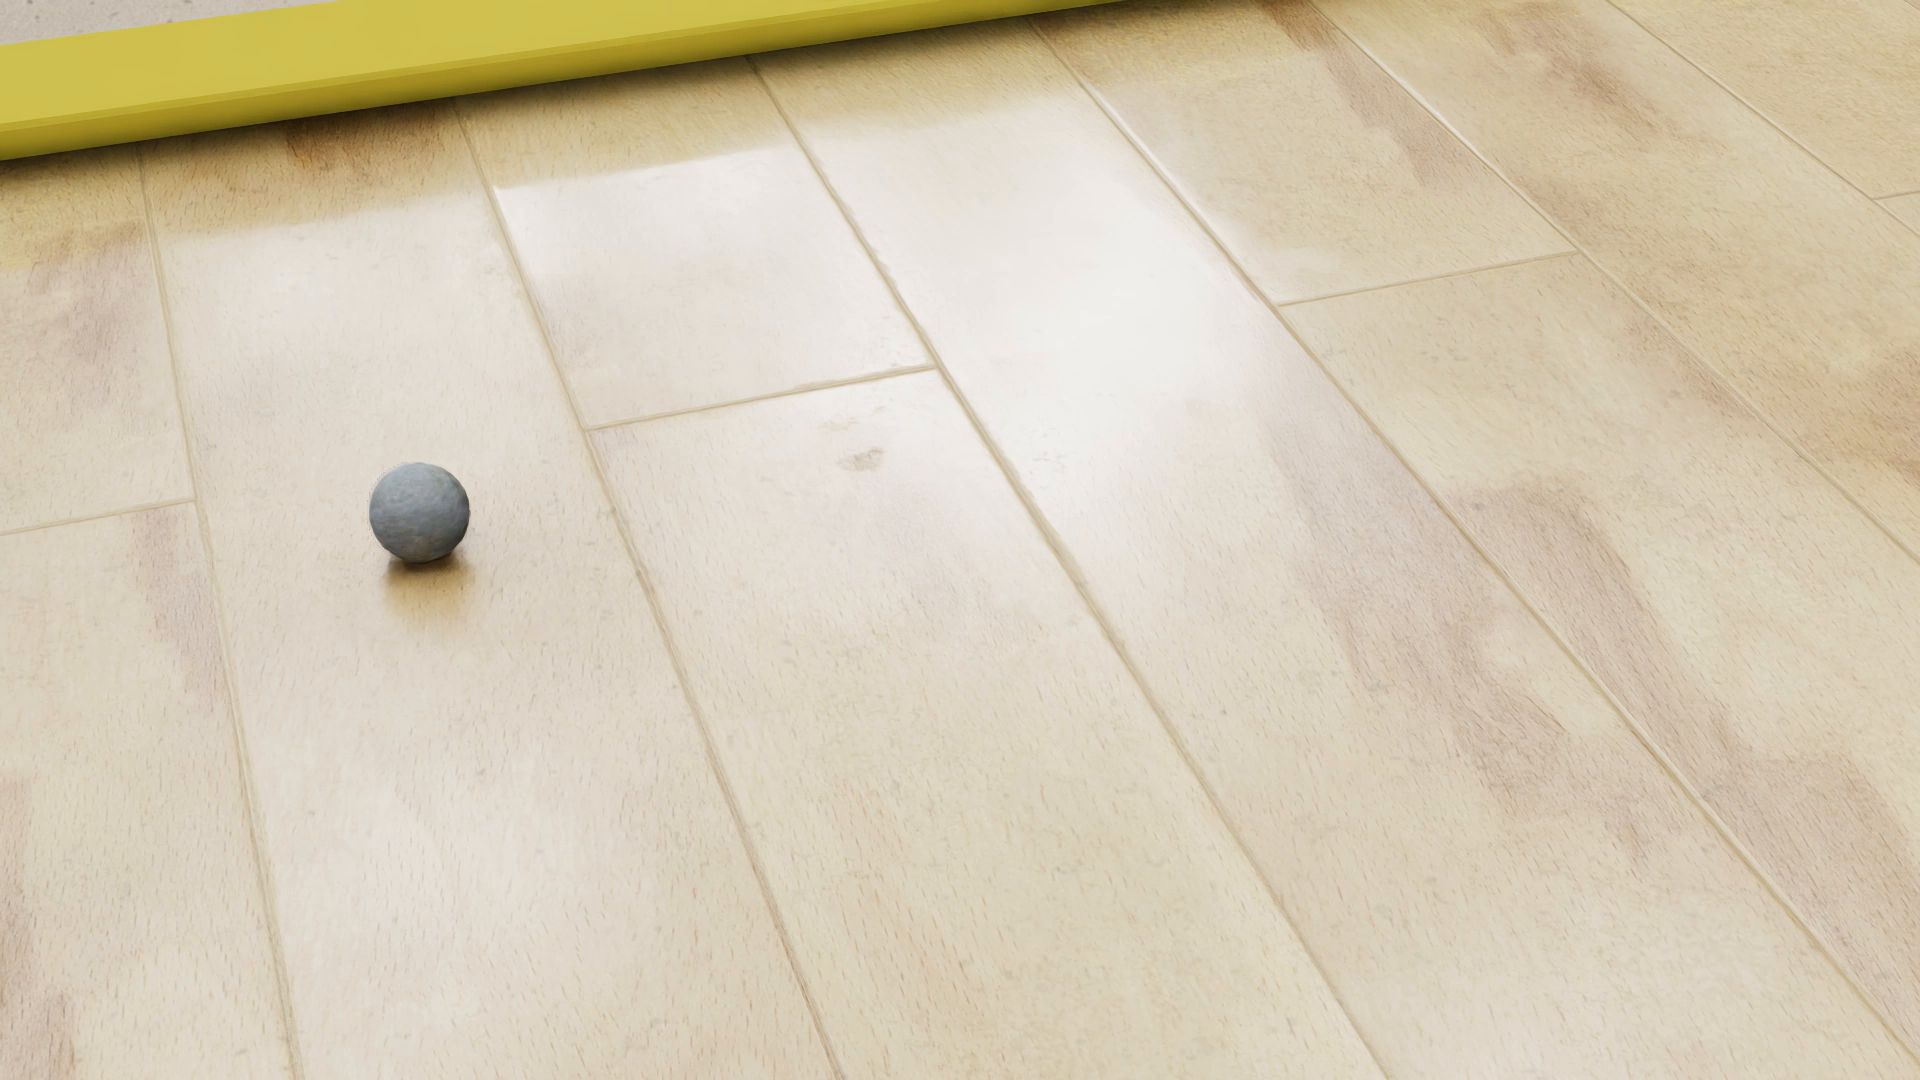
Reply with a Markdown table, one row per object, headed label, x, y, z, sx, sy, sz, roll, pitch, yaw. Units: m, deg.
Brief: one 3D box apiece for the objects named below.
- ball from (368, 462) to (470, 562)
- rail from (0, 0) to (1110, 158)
| label | x | y | z | sx | sy | sz | roll | pitch | yaw |
| --- | --- | --- | --- | --- | --- | --- | --- | --- | --- |
| ball | -0.331 | -0.017 | 1.574 | 0.061 | 0.061 | 0.061 | 0 | 36 | 0 |
| rail | 0.415 | -0.555 | 2.292 | 2.754 | 0.094 | 0.045 | -11 | 37 | -15 |
